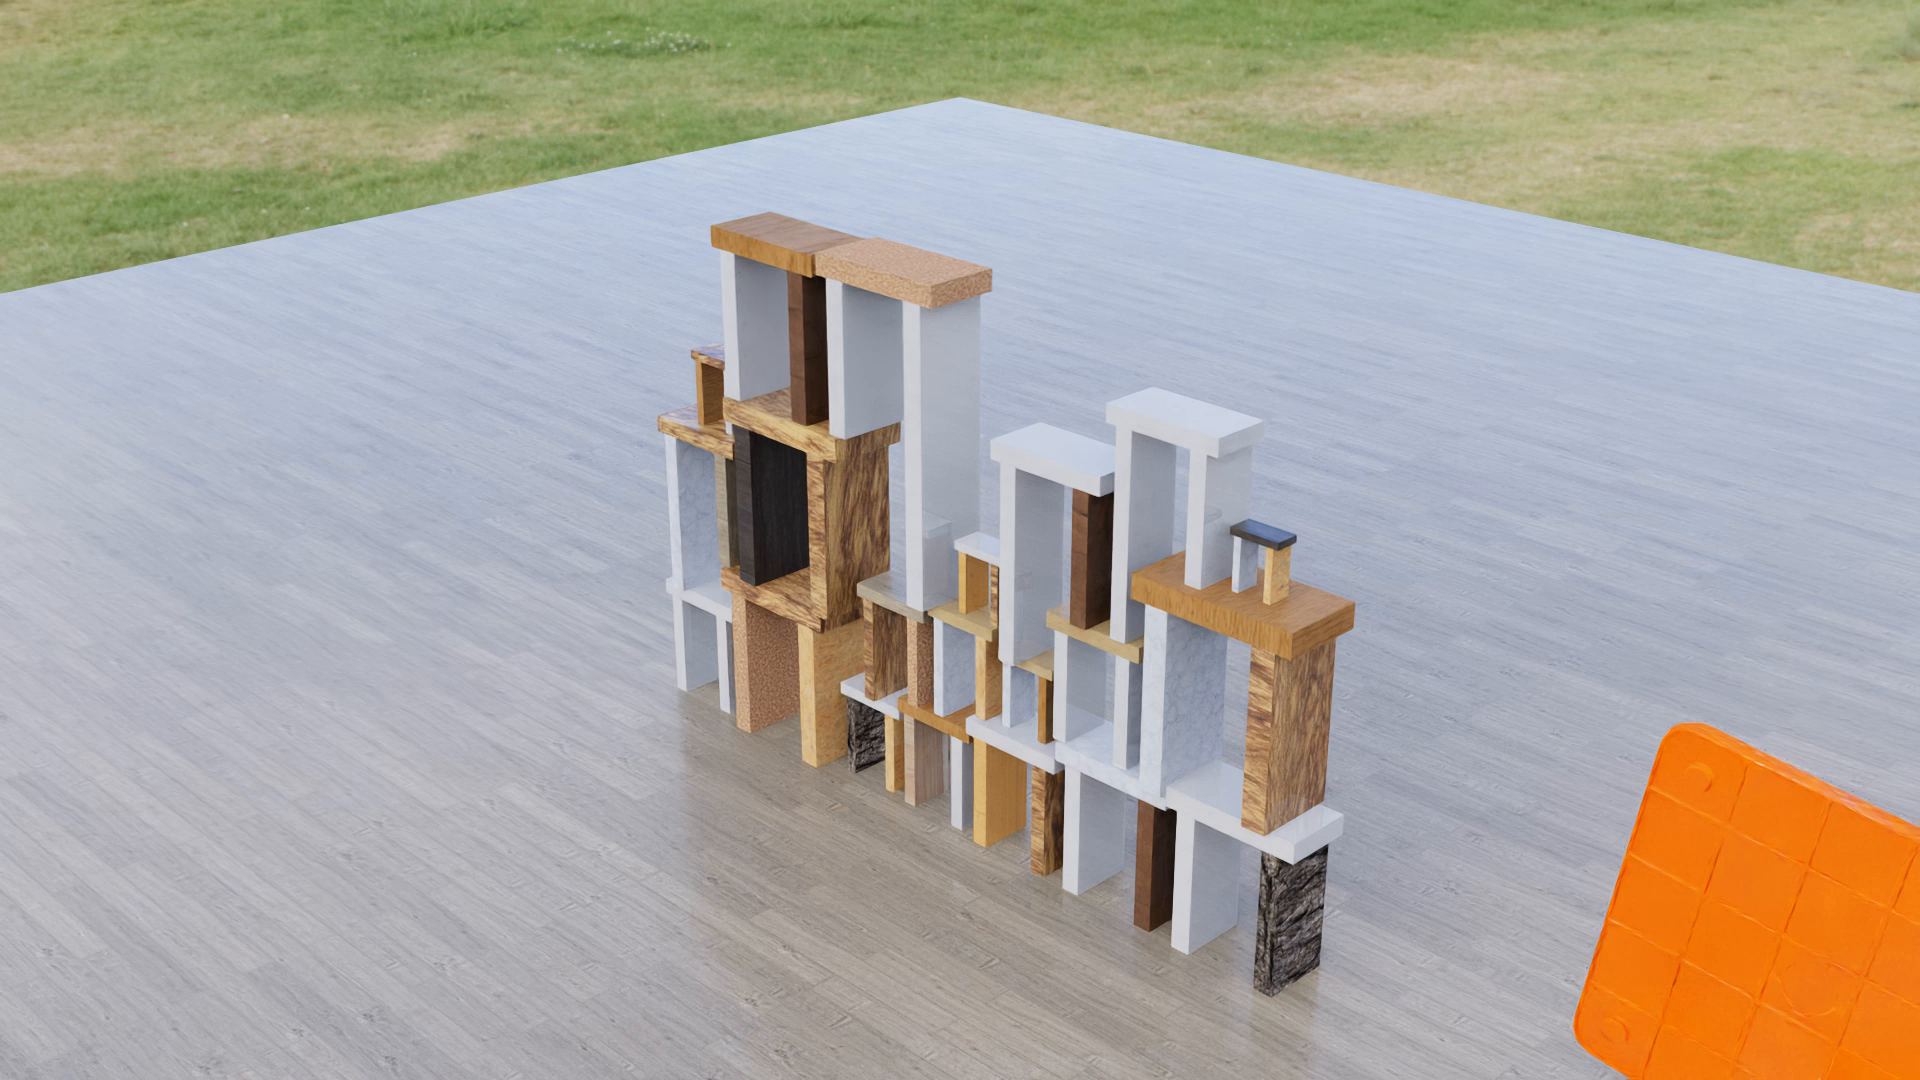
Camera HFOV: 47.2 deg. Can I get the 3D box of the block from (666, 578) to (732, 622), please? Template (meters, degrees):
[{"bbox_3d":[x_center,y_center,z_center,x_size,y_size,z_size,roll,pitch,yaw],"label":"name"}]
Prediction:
[{"bbox_3d":[-0.533,0.117,4.857,0.114,0.032,0.229,-21,31,-41],"label":"block"}]

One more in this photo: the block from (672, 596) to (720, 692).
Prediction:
[{"bbox_3d":[-0.587,0.217,4.958,0.032,0.229,0.114,21,31,41],"label":"block"}]

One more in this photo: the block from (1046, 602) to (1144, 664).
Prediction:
[{"bbox_3d":[0.276,0.160,3.994,0.222,0.031,0.111,21,31,41],"label":"block"}]

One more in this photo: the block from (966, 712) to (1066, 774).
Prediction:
[{"bbox_3d":[0.135,0.377,4.233,0.233,0.033,0.117,21,31,41],"label":"block"}]

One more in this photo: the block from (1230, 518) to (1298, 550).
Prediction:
[{"bbox_3d":[0.506,-0.009,3.672,0.101,0.014,0.050,21,31,41],"label":"block"}]

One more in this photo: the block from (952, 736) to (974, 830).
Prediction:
[{"bbox_3d":[0.029,0.469,4.396,0.029,0.203,0.101,21,31,41],"label":"block"}]

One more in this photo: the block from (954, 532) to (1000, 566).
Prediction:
[{"bbox_3d":[0.057,0.018,4.178,0.063,0.018,0.127,-21,31,-41],"label":"block"}]

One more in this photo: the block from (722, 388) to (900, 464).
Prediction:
[{"bbox_3d":[-0.301,-0.244,4.441,0.174,0.049,0.347,-21,31,-40],"label":"block"}]

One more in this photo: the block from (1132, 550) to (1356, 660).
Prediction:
[{"bbox_3d":[0.479,0.103,3.747,0.345,0.049,0.172,21,31,41],"label":"block"}]

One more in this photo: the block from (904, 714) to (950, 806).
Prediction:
[{"bbox_3d":[-0.066,0.432,4.484,0.029,0.202,0.101,21,31,41],"label":"block"}]

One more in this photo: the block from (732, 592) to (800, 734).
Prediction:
[{"bbox_3d":[-0.413,0.243,4.775,0.161,0.322,0.046,-21,31,-41],"label":"block"}]

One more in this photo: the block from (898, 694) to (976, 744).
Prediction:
[{"bbox_3d":[-0.019,0.344,4.395,0.202,0.029,0.101,21,31,41],"label":"block"}]

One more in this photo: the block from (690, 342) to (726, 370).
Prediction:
[{"bbox_3d":[-0.491,-0.381,4.598,0.070,0.020,0.139,-21,31,-40],"label":"block"}]

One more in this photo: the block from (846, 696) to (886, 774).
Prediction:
[{"bbox_3d":[-0.196,0.393,4.610,0.025,0.175,0.087,21,31,41],"label":"block"}]

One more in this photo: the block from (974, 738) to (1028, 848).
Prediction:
[{"bbox_3d":[0.080,0.478,4.336,0.033,0.233,0.117,21,31,41],"label":"block"}]

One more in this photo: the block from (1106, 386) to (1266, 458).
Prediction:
[{"bbox_3d":[0.381,-0.201,3.728,0.123,0.035,0.246,-21,31,-41],"label":"block"}]

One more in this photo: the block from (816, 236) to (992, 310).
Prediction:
[{"bbox_3d":[-0.108,-0.504,4.127,0.315,0.045,0.158,21,31,41],"label":"block"}]

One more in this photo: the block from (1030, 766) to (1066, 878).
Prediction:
[{"bbox_3d":[0.190,0.521,4.234,0.033,0.233,0.117,21,31,41],"label":"block"}]

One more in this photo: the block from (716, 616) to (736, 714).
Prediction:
[{"bbox_3d":[-0.479,0.259,4.859,0.032,0.229,0.114,21,31,41],"label":"block"}]

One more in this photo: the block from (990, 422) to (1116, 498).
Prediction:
[{"bbox_3d":[0.196,-0.147,3.950,0.265,0.037,0.132,21,31,40],"label":"block"}]

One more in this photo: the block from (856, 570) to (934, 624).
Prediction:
[{"bbox_3d":[-0.106,0.112,4.382,0.095,0.027,0.191,-21,31,-41],"label":"block"}]

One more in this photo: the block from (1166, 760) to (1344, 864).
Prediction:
[{"bbox_3d":[0.516,0.475,3.867,0.283,0.040,0.141,21,31,41],"label":"block"}]

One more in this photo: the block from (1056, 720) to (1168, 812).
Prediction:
[{"bbox_3d":[0.319,0.412,4.056,0.267,0.038,0.134,21,31,41],"label":"block"}]

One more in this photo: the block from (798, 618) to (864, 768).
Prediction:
[{"bbox_3d":[-0.261,0.303,4.635,0.046,0.322,0.161,21,31,41],"label":"block"}]

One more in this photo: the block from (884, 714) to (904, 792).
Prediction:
[{"bbox_3d":[-0.113,0.426,4.534,0.025,0.175,0.087,21,31,41],"label":"block"}]

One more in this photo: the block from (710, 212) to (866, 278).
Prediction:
[{"bbox_3d":[-0.334,-0.584,4.333,0.154,0.044,0.309,-21,30,-40],"label":"block"}]

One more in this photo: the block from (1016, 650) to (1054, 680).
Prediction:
[{"bbox_3d":[0.146,0.225,4.166,0.140,0.020,0.070,21,31,41],"label":"block"}]

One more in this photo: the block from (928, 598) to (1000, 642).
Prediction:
[{"bbox_3d":[0.029,0.147,4.255,0.087,0.025,0.175,-21,31,-40],"label":"block"}]

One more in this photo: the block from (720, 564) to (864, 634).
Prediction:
[{"bbox_3d":[-0.339,0.104,4.632,0.161,0.046,0.322,-21,31,-40],"label":"block"}]

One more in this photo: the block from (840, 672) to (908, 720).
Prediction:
[{"bbox_3d":[-0.155,0.318,4.533,0.175,0.025,0.087,21,31,41],"label":"block"}]

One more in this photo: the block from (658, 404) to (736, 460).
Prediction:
[{"bbox_3d":[-0.516,-0.234,4.679,0.126,0.036,0.252,-21,31,-41],"label":"block"}]
